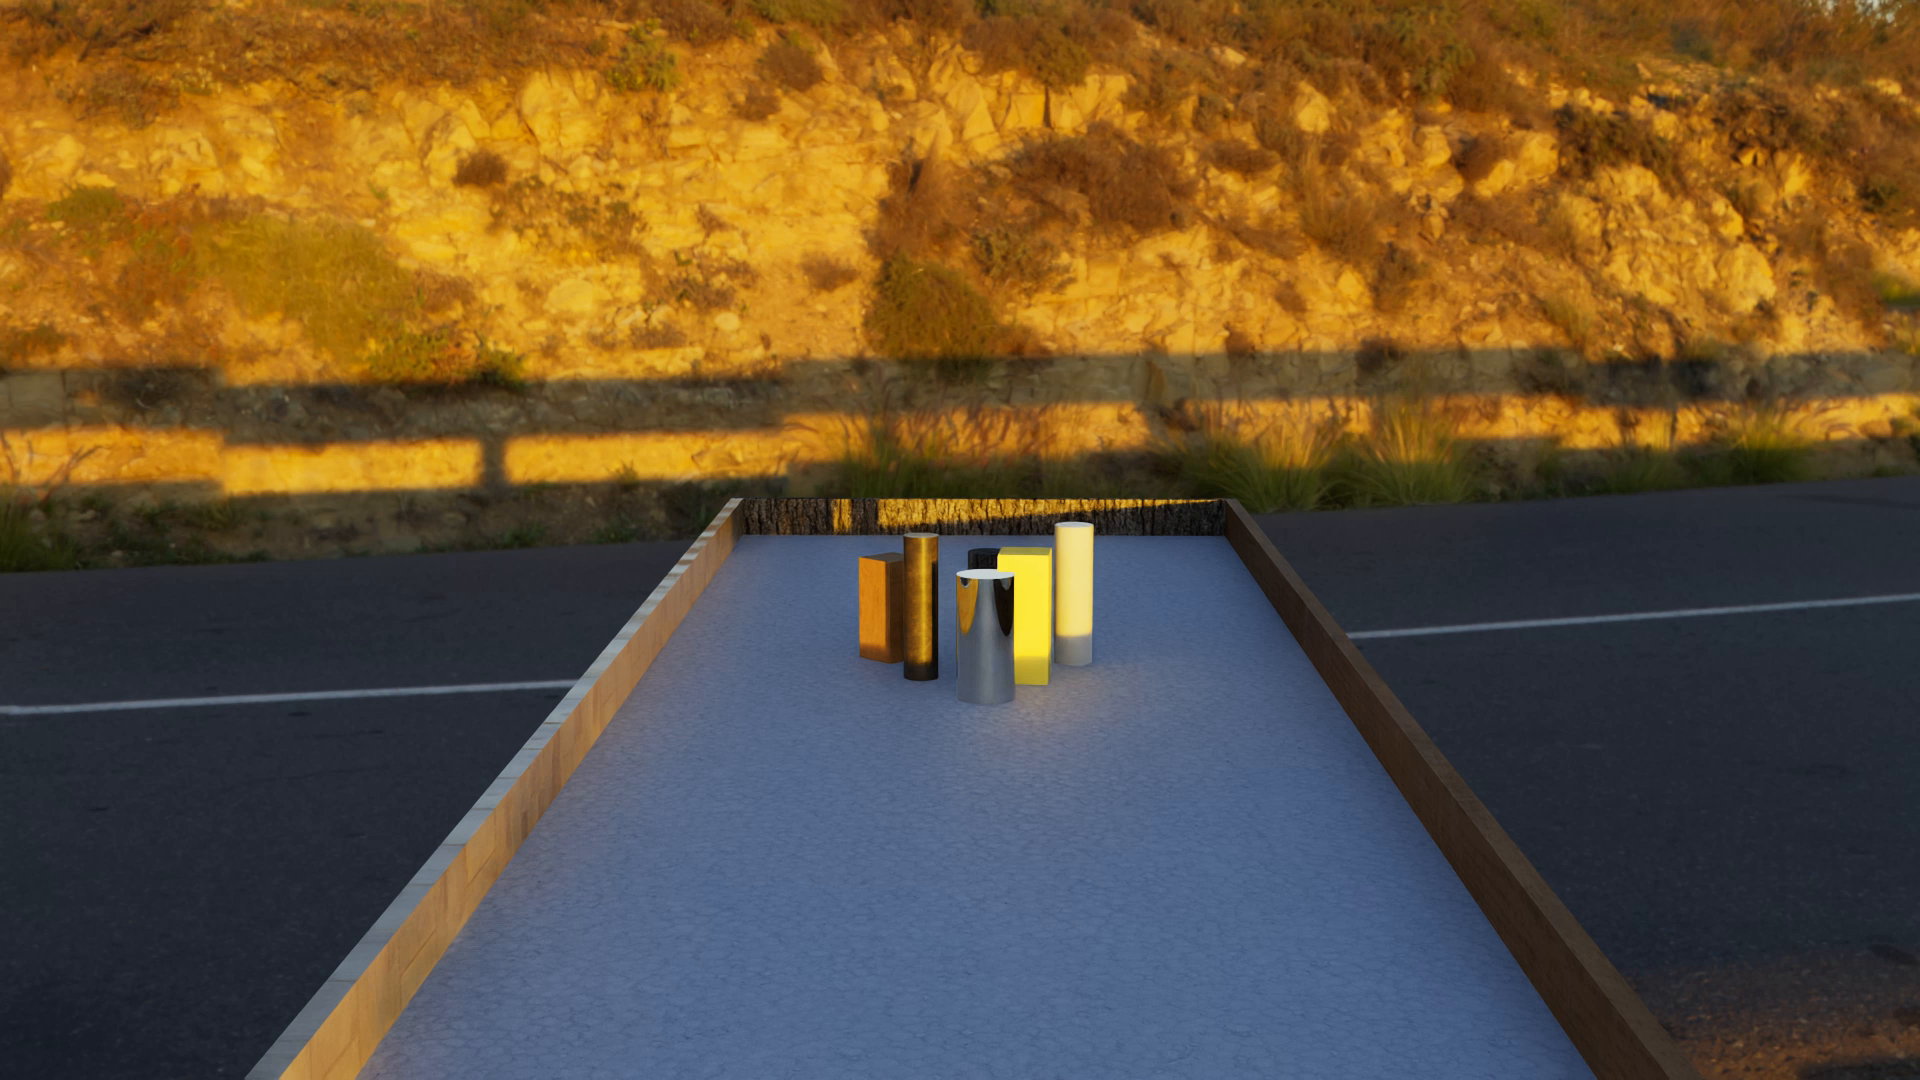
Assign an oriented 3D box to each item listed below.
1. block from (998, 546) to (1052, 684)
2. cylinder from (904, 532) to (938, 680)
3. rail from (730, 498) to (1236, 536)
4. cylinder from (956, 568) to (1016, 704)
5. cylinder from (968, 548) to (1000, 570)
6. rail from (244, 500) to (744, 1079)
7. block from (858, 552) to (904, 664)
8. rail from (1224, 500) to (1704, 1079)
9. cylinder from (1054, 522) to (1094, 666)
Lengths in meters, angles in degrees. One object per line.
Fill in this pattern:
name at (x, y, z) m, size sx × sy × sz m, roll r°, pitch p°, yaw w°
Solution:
block at (0.188, 0.220, 6.413) m, size 0.146 × 0.379 × 0.146 m, roll 1°, pitch 9°, yaw 6°
cylinder at (-0.114, 0.195, 6.432) m, size 0.103 × 0.423 × 0.103 m, roll 0°, pitch 9°, yaw 0°
rail at (0.099, -0.098, 9.147) m, size 2.100 × 0.150 × 0.050 m, roll 0°, pitch 9°, yaw 1°
cylinder at (0.073, 0.270, 6.174) m, size 0.165 × 0.354 × 0.165 m, roll 0°, pitch 9°, yaw 0°
cylinder at (0.084, 0.202, 6.654) m, size 0.122 × 0.339 × 0.122 m, roll 0°, pitch 9°, yaw 0°
rail at (-1.004, 0.839, 3.234) m, size 0.050 × 0.150 × 12.000 m, roll 0°, pitch 9°, yaw 1°
block at (-0.209, 0.206, 6.717) m, size 0.139 × 0.311 × 0.139 m, roll -9°, pitch 13°, yaw -44°
rail at (1.046, 0.843, 3.208) m, size 0.050 × 0.150 × 12.000 m, roll 0°, pitch 9°, yaw 1°
cylinder at (0.343, 0.161, 6.652) m, size 0.118 × 0.420 × 0.118 m, roll 0°, pitch 9°, yaw 0°
